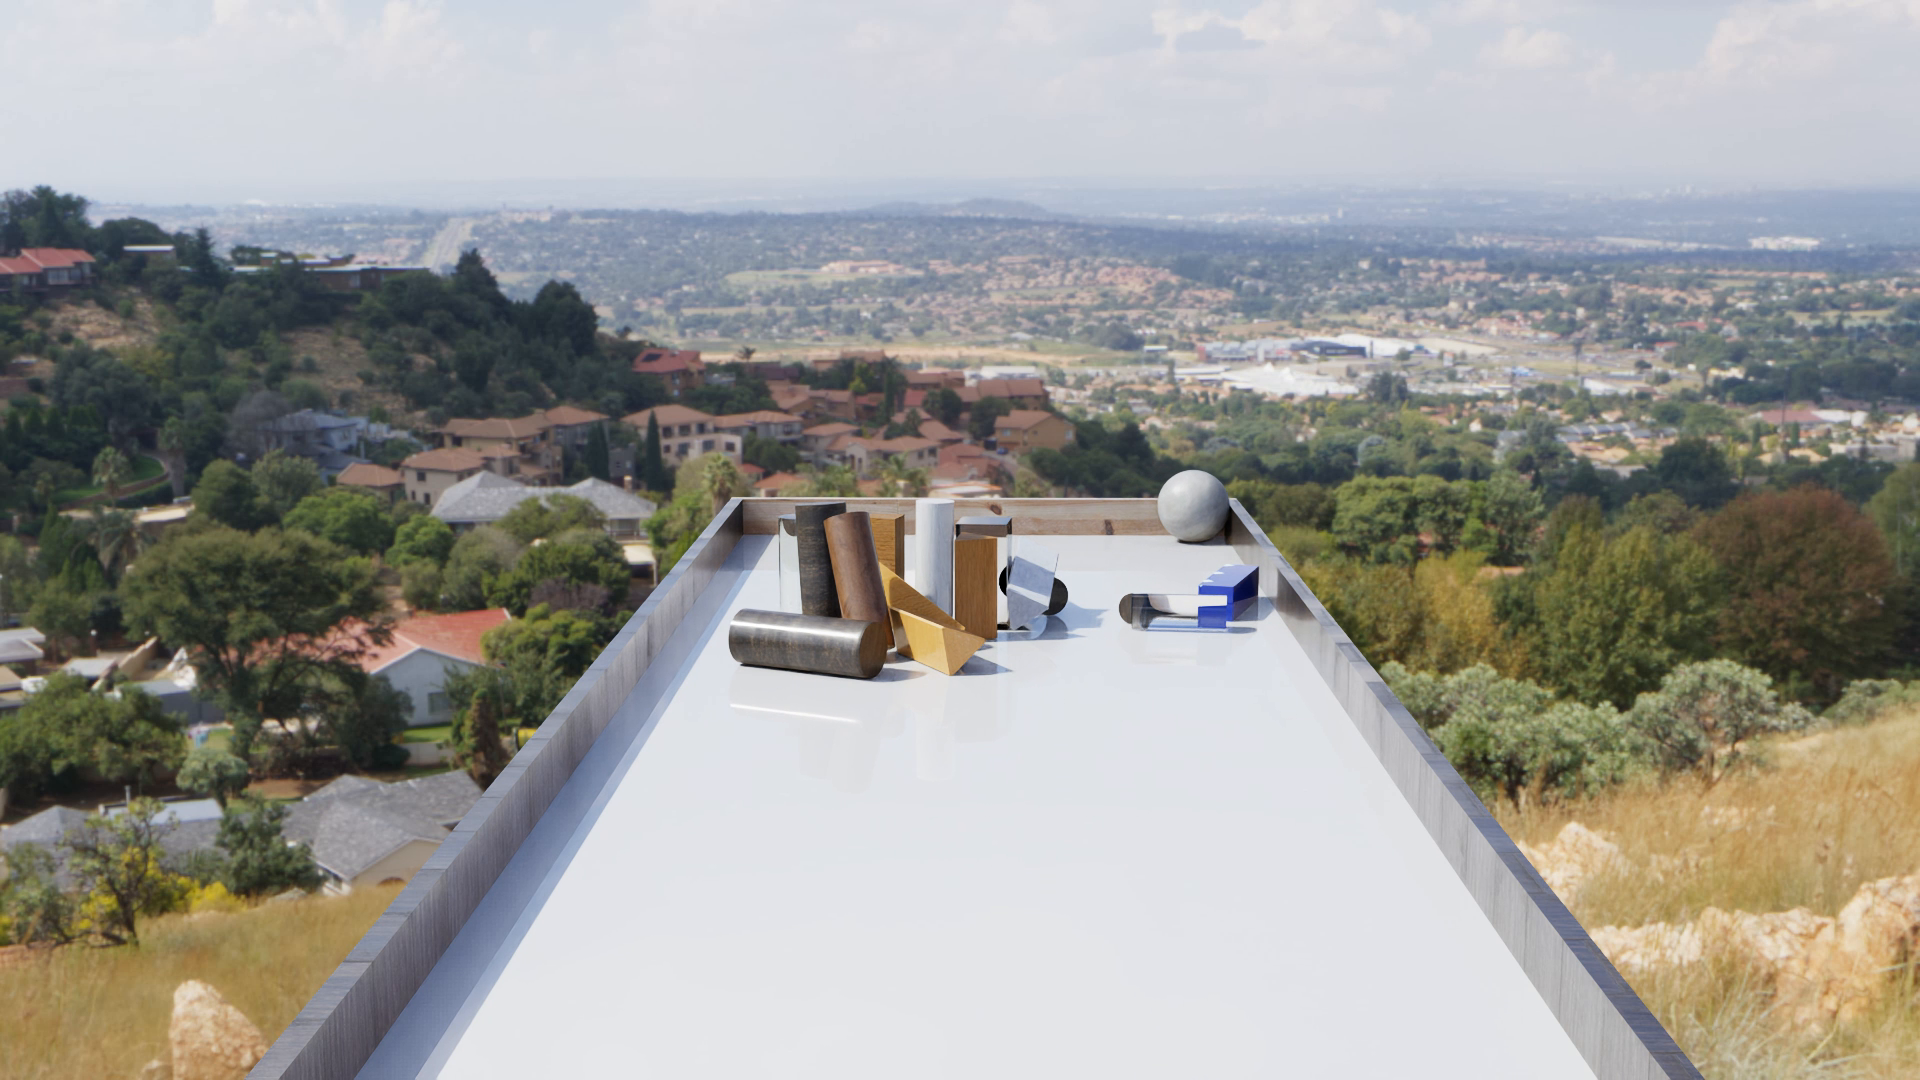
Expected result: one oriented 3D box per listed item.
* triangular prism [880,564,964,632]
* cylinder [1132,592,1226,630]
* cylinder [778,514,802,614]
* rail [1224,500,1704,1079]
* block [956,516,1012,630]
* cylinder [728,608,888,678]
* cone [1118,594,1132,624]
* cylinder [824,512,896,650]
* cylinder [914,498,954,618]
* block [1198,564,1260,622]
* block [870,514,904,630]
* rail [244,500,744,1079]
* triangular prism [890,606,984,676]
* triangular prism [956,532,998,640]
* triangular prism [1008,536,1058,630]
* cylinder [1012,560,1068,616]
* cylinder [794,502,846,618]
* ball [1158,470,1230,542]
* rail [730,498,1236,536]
[{"bbox_3d":[-0.163,0.186,6.897,0.416,0.080,0.093,37,17,17],"label":"triangular prism"},{"bbox_3d":[0.714,0.234,7.158,0.306,0.117,0.117,1,9,7],"label":"cylinder"},{"bbox_3d":[-0.535,0.102,7.212,0.116,0.362,0.116,0,9,0],"label":"cylinder"},{"bbox_3d":[1.046,0.843,3.208,0.050,0.150,12.000,0,9,1],"label":"rail"},{"bbox_3d":[0.080,0.108,7.212,0.166,0.348,0.166,1,9,8],"label":"block"},{"bbox_3d":[-0.454,0.305,6.547,0.453,0.167,0.167,5,10,27],"label":"cylinder"},{"bbox_3d":[0.669,0.222,7.447,0.103,0.103,0.437,5,3,27],"label":"cone"},{"bbox_3d":[-0.309,0.135,6.738,0.144,0.422,0.144,-11,-11,-2],"label":"cylinder"},{"bbox_3d":[-0.081,0.098,6.964,0.122,0.445,0.122,1,8,0],"label":"cylinder"},{"bbox_3d":[0.919,0.178,7.510,0.118,0.118,0.438,3,10,19],"label":"block"},{"bbox_3d":[-0.247,0.102,7.206,0.105,0.364,0.105,3,9,16],"label":"block"},{"bbox_3d":[-1.004,0.839,3.234,0.050,0.150,12.000,0,9,1],"label":"rail"},{"bbox_3d":[-0.096,0.277,6.633,0.150,0.130,0.368,-45,25,-14],"label":"triangular prism"},{"bbox_3d":[0.031,0.146,7.019,0.143,0.327,0.123,-4,12,-20],"label":"triangular prism"},{"bbox_3d":[0.214,0.121,7.288,0.147,0.128,0.401,-33,17,21],"label":"triangular prism"},{"bbox_3d":[0.254,0.161,7.571,0.132,0.132,0.373,-2,9,-15],"label":"cylinder"},{"bbox_3d":[-0.429,0.098,6.977,0.162,0.429,0.162,-3,4,0],"label":"cylinder"},{"bbox_3d":[0.949,-0.138,8.944,0.294,0.294,0.294,0,9,0],"label":"ball"},{"bbox_3d":[0.099,-0.098,9.147,2.100,0.150,0.050,0,9,1],"label":"rail"}]
